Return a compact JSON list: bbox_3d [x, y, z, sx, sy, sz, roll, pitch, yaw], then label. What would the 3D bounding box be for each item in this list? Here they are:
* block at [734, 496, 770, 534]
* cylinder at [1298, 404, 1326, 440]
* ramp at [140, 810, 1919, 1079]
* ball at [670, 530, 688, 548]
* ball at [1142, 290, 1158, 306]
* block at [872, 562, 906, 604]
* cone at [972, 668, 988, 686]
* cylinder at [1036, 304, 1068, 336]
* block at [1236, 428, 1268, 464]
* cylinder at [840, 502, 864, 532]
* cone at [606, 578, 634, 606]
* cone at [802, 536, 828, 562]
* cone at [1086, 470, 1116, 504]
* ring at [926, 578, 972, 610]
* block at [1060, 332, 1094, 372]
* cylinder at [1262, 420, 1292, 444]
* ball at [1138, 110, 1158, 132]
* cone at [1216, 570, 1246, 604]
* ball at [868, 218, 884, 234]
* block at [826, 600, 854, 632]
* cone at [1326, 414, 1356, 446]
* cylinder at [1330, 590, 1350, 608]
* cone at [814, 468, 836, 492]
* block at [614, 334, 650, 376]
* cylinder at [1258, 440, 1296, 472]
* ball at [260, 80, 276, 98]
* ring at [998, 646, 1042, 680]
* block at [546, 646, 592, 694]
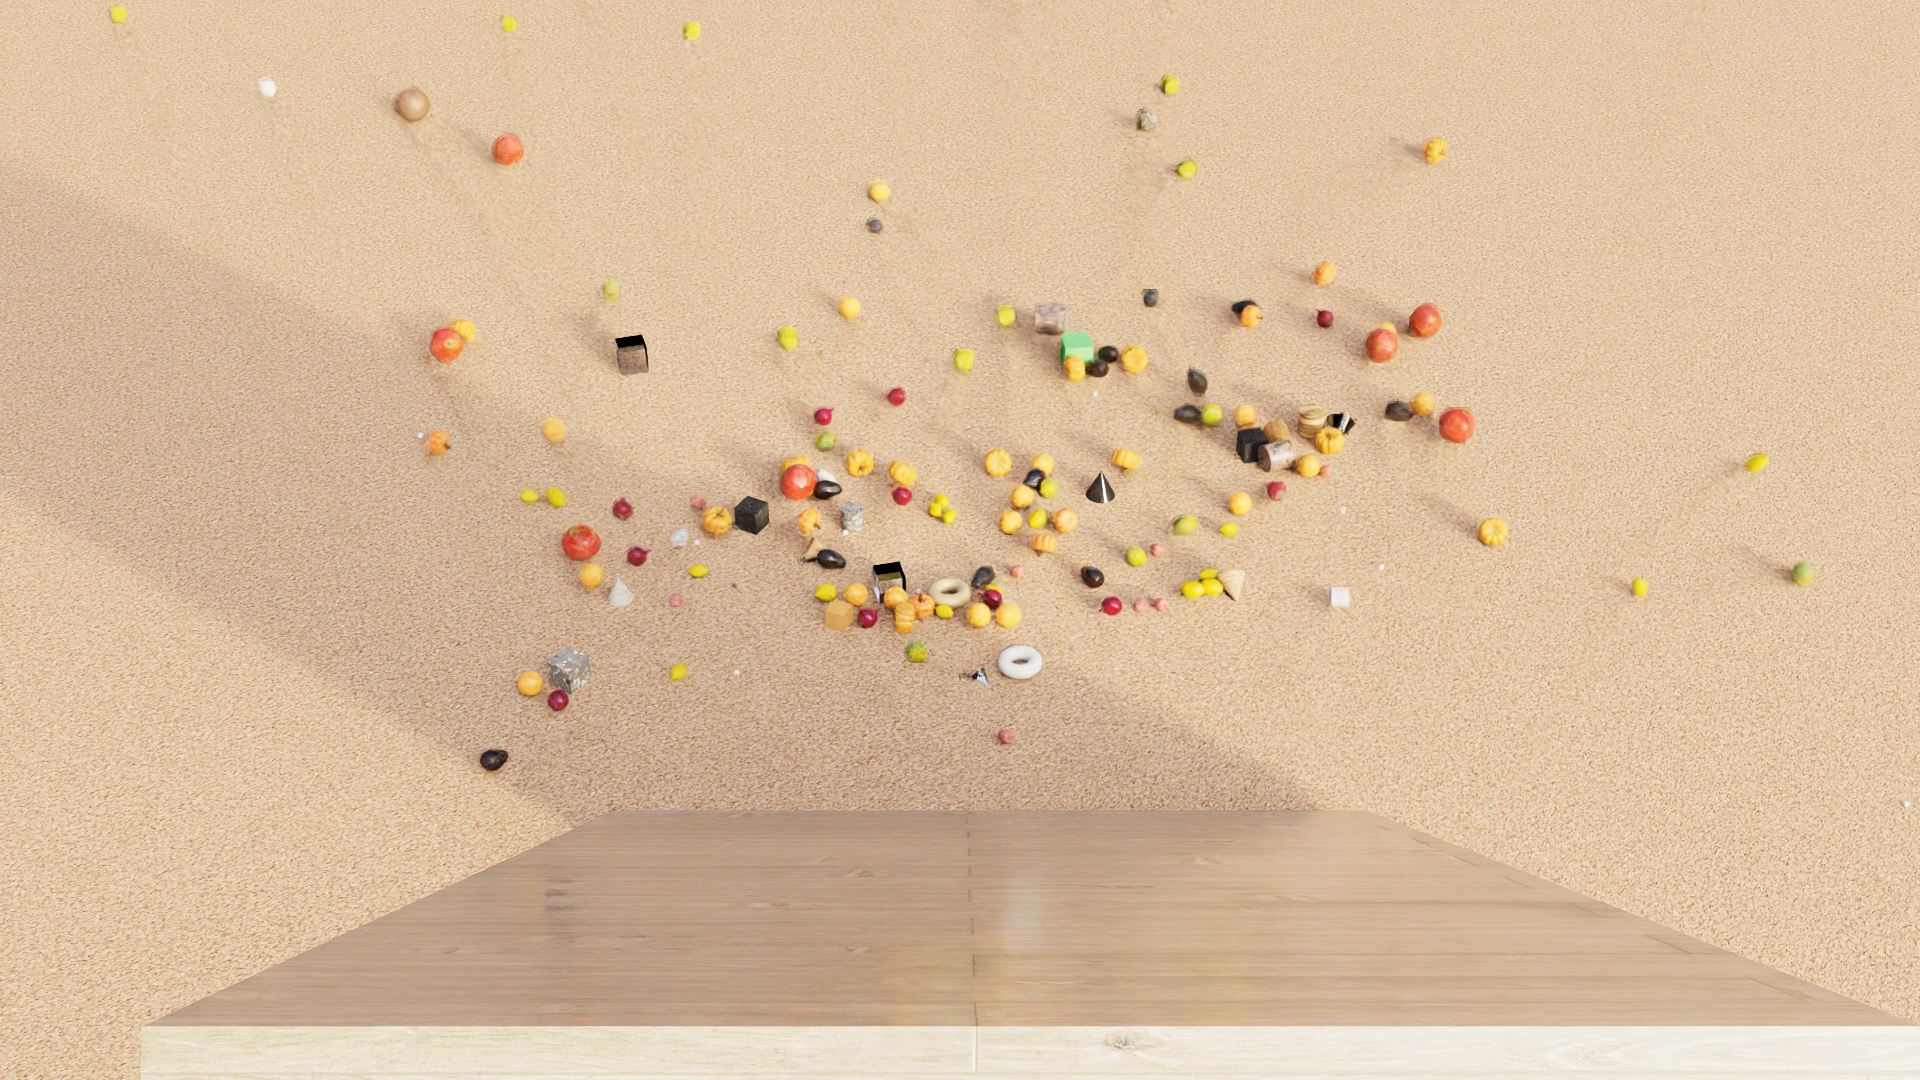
[{"bbox_3d":[-0.644,-0.077,8.046,0.076,0.076,0.076,18,41,23],"label":"block"},{"bbox_3d":[1.141,-0.385,8.453,0.083,0.083,0.083,0,37,0],"label":"cylinder"},{"bbox_3d":[0.081,0.682,4.917,2.000,0.100,4.000,0,-2,0],"label":"ramp"},{"bbox_3d":[-0.860,-0.002,7.965,0.054,0.054,0.054,0,37,0],"label":"ball"},{"bbox_3d":[0.666,-0.843,9.088,0.056,0.056,0.056,0,37,0],"label":"ball"},{"bbox_3d":[-0.211,0.126,7.770,0.082,0.082,0.082,-9,38,-11],"label":"block"},{"bbox_3d":[0.067,0.399,7.455,0.050,0.050,0.050,-27,71,-31],"label":"cone"},{"bbox_3d":[0.315,-0.756,8.935,0.100,0.100,0.100,6,37,8],"label":"cylinder"},{"bbox_3d":[0.938,-0.304,8.350,0.077,0.077,0.077,-9,38,-12],"label":"block"},{"bbox_3d":[-0.333,-0.071,8.045,0.069,0.069,0.069,0,37,0],"label":"cylinder"},{"bbox_3d":[-1.016,0.140,7.752,0.082,0.082,0.082,0,37,0],"label":"cone"},{"bbox_3d":[-0.453,0.042,7.924,0.075,0.075,0.075,-41,48,-7],"label":"cone"},{"bbox_3d":[0.442,-0.181,8.171,0.094,0.094,0.094,0,37,0],"label":"cone"},{"bbox_3d":[-0.033,0.159,7.758,0.134,0.045,0.134,0,36,0],"label":"ring"},{"bbox_3d":[0.394,-0.634,8.777,0.094,0.094,0.094,-5,37,-6],"label":"block"},{"bbox_3d":[1.022,-0.327,8.375,0.084,0.084,0.084,-3,37,-3],"label":"cylinder"},{"bbox_3d":[0.731,-1.632,10.120,0.084,0.084,0.084,0,37,0],"label":"ball"},{"bbox_3d":[0.819,0.150,7.774,0.089,0.089,0.089,-7,64,-9],"label":"cone"},{"bbox_3d":[-0.307,-1.146,9.495,0.054,0.054,0.054,0,37,0],"label":"ball"},{"bbox_3d":[-0.356,0.222,7.660,0.060,0.060,0.060,15,39,20],"label":"block"},{"bbox_3d":[1.224,-0.344,8.431,0.096,0.096,0.096,11,65,14],"label":"cone"},{"bbox_3d":[1.128,0.173,7.733,0.051,0.051,0.051,2,37,2],"label":"cylinder"},{"bbox_3d":[-0.443,-0.177,8.217,0.072,0.072,0.072,21,69,26],"label":"cone"},{"bbox_3d":[-1.105,-0.623,8.763,0.093,0.093,0.093,-10,38,-13],"label":"block"},{"bbox_3d":[1.011,-0.269,8.292,0.090,0.090,0.090,-14,39,-18],"label":"cylinder"},{"bbox_3d":[-2.756,-1.797,10.356,0.066,0.066,0.066,0,37,0],"label":"ball"},{"bbox_3d":[0.173,0.353,7.501,0.129,0.043,0.129,-1,38,1],"label":"ring"},{"bbox_3d":[-1.118,0.373,7.438,0.084,0.084,0.084,23,42,27],"label":"block"}]
